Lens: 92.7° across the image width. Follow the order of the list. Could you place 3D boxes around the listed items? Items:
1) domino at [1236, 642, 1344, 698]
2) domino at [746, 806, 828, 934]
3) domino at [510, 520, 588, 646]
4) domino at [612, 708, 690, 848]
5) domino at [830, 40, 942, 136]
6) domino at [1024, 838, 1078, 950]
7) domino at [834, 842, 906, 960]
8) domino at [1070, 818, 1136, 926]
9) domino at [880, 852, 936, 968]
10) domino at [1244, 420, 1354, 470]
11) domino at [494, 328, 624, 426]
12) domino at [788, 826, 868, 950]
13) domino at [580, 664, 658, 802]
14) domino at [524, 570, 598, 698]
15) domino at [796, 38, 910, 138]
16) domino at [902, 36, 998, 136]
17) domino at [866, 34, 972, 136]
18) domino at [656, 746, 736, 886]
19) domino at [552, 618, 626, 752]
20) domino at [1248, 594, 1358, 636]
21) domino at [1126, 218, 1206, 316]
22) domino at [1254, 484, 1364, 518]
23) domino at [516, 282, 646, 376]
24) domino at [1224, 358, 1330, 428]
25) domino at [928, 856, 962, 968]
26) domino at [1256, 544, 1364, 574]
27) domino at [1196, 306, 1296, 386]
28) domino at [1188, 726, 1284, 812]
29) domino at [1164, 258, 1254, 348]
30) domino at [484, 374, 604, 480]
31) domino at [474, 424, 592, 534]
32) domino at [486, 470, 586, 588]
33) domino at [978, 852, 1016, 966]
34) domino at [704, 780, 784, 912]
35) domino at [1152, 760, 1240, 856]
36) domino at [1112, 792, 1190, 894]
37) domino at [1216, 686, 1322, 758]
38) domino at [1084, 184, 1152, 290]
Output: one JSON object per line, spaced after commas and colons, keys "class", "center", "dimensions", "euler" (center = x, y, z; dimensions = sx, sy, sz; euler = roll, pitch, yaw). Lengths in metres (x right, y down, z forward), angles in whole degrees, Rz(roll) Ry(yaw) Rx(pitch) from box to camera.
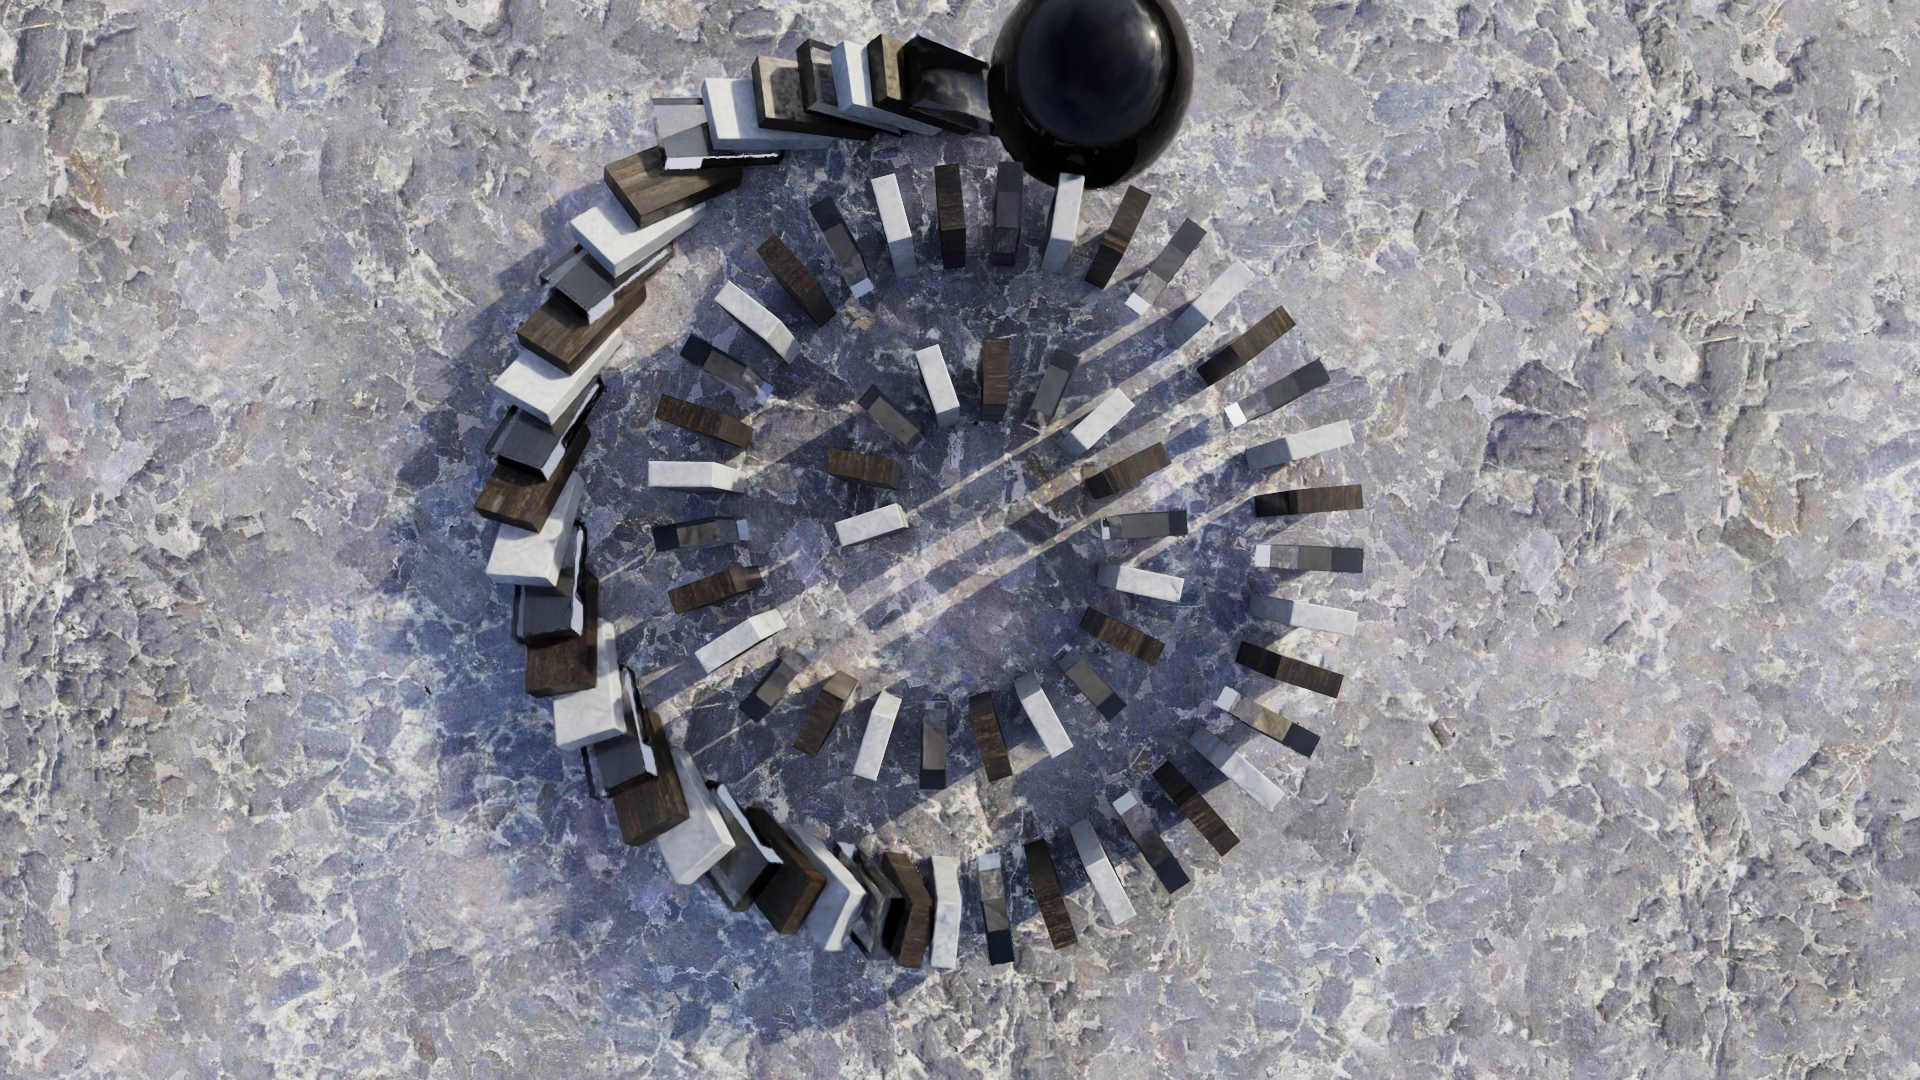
{"class": "domino", "center": [0.133, 0.052, 0.375], "dimensions": [0.025, 0.050, 0.010], "euler": [18, 90, 0]}
{"class": "domino", "center": [-0.078, 0.136, 0.380], "dimensions": [0.050, 0.010, 0.025], "euler": [31, 90, 41]}
{"class": "domino", "center": [-0.172, 0.017, 0.385], "dimensions": [0.025, 0.010, 0.050], "euler": [-8, 64, 0]}
{"class": "domino", "center": [-0.133, 0.099, 0.384], "dimensions": [0.025, 0.010, 0.050], "euler": [-29, 60, 0]}
{"class": "domino", "center": [-0.029, -0.186, 0.379], "dimensions": [0.050, 0.009, 0.025], "euler": [-9, 91, -43]}
{"class": "domino", "center": [0.037, 0.144, 0.375], "dimensions": [0.010, 0.050, 0.025], "euler": [-20, 90, 0]}
{"class": "domino", "center": [-0.040, 0.147, 0.376], "dimensions": [0.010, 0.050, 0.025], "euler": [16, 90, -31]}
{"class": "domino", "center": [0.058, 0.134, 0.375], "dimensions": [0.009, 0.050, 0.025], "euler": [-27, 90, 0]}
{"class": "domino", "center": [-0.024, 0.150, 0.375], "dimensions": [0.009, 0.050, 0.025], "euler": [14, 90, -18]}
{"class": "domino", "center": [0.137, -0.038, 0.375], "dimensions": [0.025, 0.050, 0.009], "euler": [-16, 90, 0]}
{"class": "domino", "center": [-0.168, -0.075, 0.385], "dimensions": [0.025, 0.009, 0.050], "euler": [29, 64, 0]}
{"class": "domino", "center": [-0.059, 0.143, 0.378], "dimensions": [0.010, 0.050, 0.025], "euler": [25, 90, -42]}
{"class": "domino", "center": [-0.146, 0.080, 0.384], "dimensions": [0.025, 0.010, 0.050], "euler": [-25, 62, 0]}
{"class": "domino", "center": [-0.167, 0.039, 0.385], "dimensions": [0.025, 0.009, 0.050], "euler": [-10, 63, 0]}
{"class": "domino", "center": [-0.043, -0.186, 0.380], "dimensions": [0.050, 0.010, 0.025], "euler": [-7, 90, -43]}
{"class": "domino", "center": [-0.001, -0.187, 0.379], "dimensions": [0.050, 0.010, 0.025], "euler": [-5, 90, -43]}
{"class": "domino", "center": [-0.015, -0.188, 0.379], "dimensions": [0.050, 0.009, 0.025], "euler": [-5, 89, -43]}
{"class": "domino", "center": [-0.116, 0.115, 0.383], "dimensions": [0.025, 0.009, 0.050], "euler": [-41, 58, 0]}
{"class": "domino", "center": [-0.157, 0.060, 0.384], "dimensions": [0.025, 0.010, 0.050], "euler": [-18, 63, 0]}
{"class": "domino", "center": [0.139, 0.030, 0.375], "dimensions": [0.025, 0.050, 0.009], "euler": [10, 90, 0]}
{"class": "domino", "center": [0.083, -0.111, 0.375], "dimensions": [0.009, 0.050, 0.025], "euler": [37, 90, 0]}
{"class": "domino", "center": [0.141, -0.016, 0.375], "dimensions": [0.025, 0.050, 0.010], "euler": [-5, 90, 0]}
{"class": "domino", "center": [-0.158, -0.095, 0.385], "dimensions": [0.025, 0.009, 0.050], "euler": [32, 64, 0]}
{"class": "domino", "center": [0.129, -0.059, 0.375], "dimensions": [0.025, 0.050, 0.009], "euler": [-29, 90, 0]}
{"class": "domino", "center": [-0.007, 0.151, 0.375], "dimensions": [0.010, 0.050, 0.025], "euler": [6, 90, -4]}
{"class": "domino", "center": [0.142, 0.007, 0.375], "dimensions": [0.025, 0.050, 0.009], "euler": [3, 90, 0]}
{"class": "domino", "center": [0.116, -0.078, 0.375], "dimensions": [0.025, 0.050, 0.010], "euler": [-38, 90, 0]}
{"class": "domino", "center": [0.112, 0.092, 0.375], "dimensions": [0.025, 0.050, 0.010], "euler": [41, 90, 0]}
{"class": "domino", "center": [0.101, -0.096, 0.375], "dimensions": [0.009, 0.050, 0.025], "euler": [45, 90, 0]}
{"class": "domino", "center": [-0.174, -0.052, 0.385], "dimensions": [0.025, 0.010, 0.050], "euler": [20, 64, 0]}
{"class": "domino", "center": [-0.179, -0.030, 0.385], "dimensions": [0.025, 0.009, 0.050], "euler": [16, 64, 0]}
{"class": "domino", "center": [-0.177, -0.006, 0.385], "dimensions": [0.025, 0.010, 0.050], "euler": [4, 63, 0]}
{"class": "domino", "center": [0.014, 0.149, 0.375], "dimensions": [0.010, 0.050, 0.025], "euler": [-9, 90, 0]}
{"class": "domino", "center": [-0.097, 0.127, 0.382], "dimensions": [0.050, 0.010, 0.025], "euler": [37, 90, 36]}
{"class": "domino", "center": [0.095, 0.109, 0.375], "dimensions": [0.010, 0.050, 0.025], "euler": [-41, 90, 0]}
{"class": "domino", "center": [0.077, 0.123, 0.375], "dimensions": [0.009, 0.050, 0.025], "euler": [-34, 90, 0]}
{"class": "domino", "center": [0.125, 0.074, 0.375], "dimensions": [0.025, 0.050, 0.009], "euler": [28, 90, 0]}
{"class": "domino", "center": [0.064, -0.123, 0.375], "dimensions": [0.009, 0.050, 0.025], "euler": [26, 90, 0]}
